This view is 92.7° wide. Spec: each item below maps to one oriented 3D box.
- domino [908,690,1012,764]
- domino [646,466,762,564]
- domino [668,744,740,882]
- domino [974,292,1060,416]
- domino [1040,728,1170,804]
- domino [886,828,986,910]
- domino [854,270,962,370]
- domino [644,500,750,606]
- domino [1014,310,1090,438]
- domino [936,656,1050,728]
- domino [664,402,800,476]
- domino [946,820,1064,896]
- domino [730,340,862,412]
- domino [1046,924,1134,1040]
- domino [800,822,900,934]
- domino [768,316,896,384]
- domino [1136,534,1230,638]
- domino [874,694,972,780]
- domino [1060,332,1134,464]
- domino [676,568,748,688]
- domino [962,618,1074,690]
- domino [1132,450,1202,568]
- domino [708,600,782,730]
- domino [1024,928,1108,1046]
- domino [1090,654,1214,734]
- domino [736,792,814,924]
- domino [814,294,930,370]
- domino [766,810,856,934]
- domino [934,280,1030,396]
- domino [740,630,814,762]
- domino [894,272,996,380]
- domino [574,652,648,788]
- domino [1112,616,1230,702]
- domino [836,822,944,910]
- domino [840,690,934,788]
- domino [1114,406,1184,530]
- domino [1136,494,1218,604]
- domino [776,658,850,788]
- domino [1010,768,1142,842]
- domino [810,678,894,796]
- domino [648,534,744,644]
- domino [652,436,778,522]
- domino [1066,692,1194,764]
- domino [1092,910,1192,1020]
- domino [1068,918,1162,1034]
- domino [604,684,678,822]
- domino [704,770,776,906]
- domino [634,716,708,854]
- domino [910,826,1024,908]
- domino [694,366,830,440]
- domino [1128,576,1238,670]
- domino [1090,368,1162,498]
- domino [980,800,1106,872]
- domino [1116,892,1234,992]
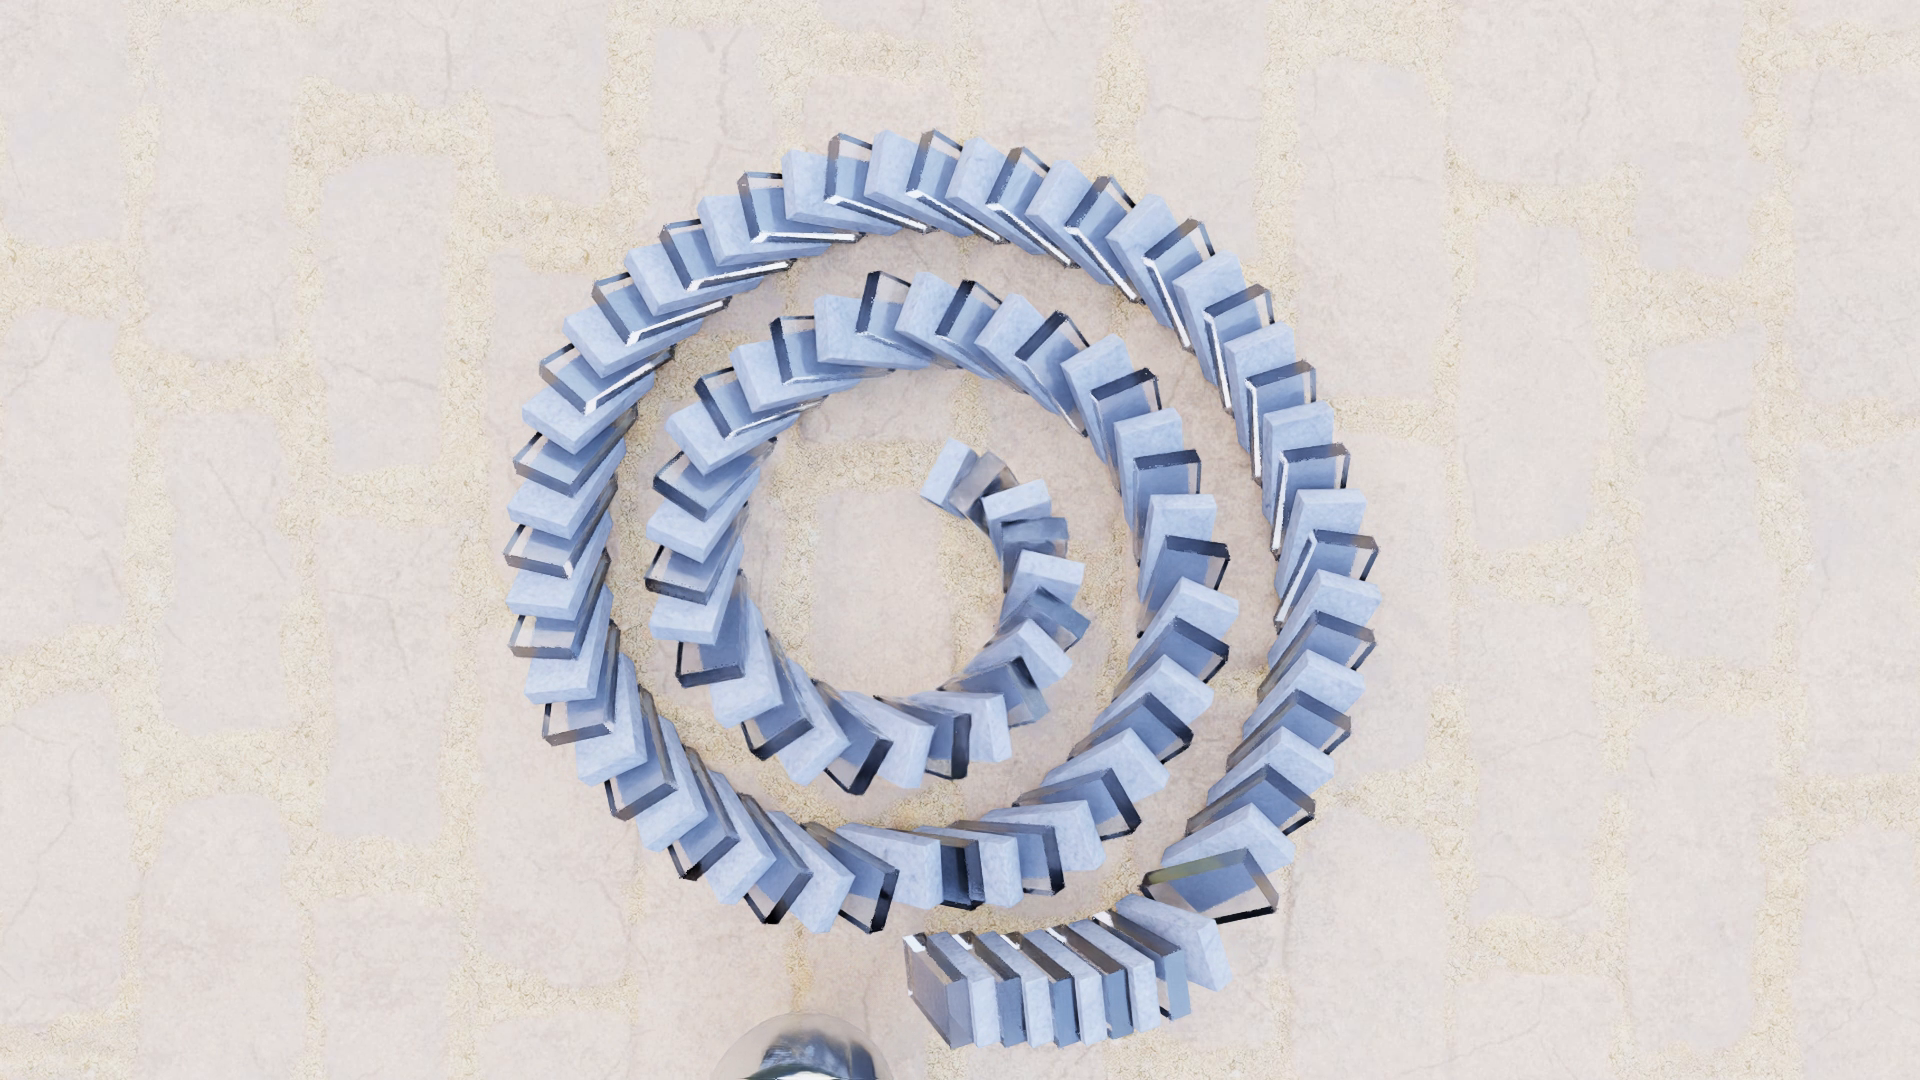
[{"bbox_3d":[-0.001,0.076,0.378,0.009,0.050,0.025,-8,90,-42],"label":"domino"},{"bbox_3d":[-0.106,-0.016,0.380,0.025,0.009,0.050,24,49,0],"label":"domino"},{"bbox_3d":[-0.113,0.113,0.381,0.025,0.009,0.050,-42,53,0],"label":"domino"},{"bbox_3d":[0.031,-0.077,0.381,0.050,0.010,0.025,35,90,-38],"label":"domino"},{"bbox_3d":[0.060,0.100,0.381,0.025,0.009,0.050,49,128,0],"label":"domino"},{"bbox_3d":[-0.014,0.136,0.381,0.050,0.010,0.025,-7,90,38],"label":"domino"},{"bbox_3d":[-0.018,-0.090,0.381,0.050,0.010,0.025,13,89,-39],"label":"domino"},{"bbox_3d":[-0.108,0.002,0.380,0.025,0.010,0.050,14,51,1],"label":"domino"},{"bbox_3d":[0.046,-0.068,0.381,0.025,0.009,0.050,-47,129,0],"label":"domino"},{"bbox_3d":[0.013,0.066,0.378,0.010,0.050,0.025,-28,90,-40],"label":"domino"},{"bbox_3d":[-0.094,-0.049,0.380,0.025,0.010,0.050,51,50,1],"label":"domino"},{"bbox_3d":[0.018,0.131,0.381,0.050,0.010,0.025,-10,90,38],"label":"domino"},{"bbox_3d":[-0.068,-0.071,0.381,0.050,0.010,0.025,-22,90,-39],"label":"domino"},{"bbox_3d":[0.052,0.179,0.375,0.009,0.050,0.025,-6,90,-23],"label":"domino"},{"bbox_3d":[-0.050,0.139,0.381,0.050,0.010,0.025,15,90,36],"label":"domino"},{"bbox_3d":[-0.052,-0.080,0.381,0.050,0.010,0.025,-13,90,-39],"label":"domino"},{"bbox_3d":[0.092,0.022,0.381,0.025,0.010,0.050,9,129,0],"label":"domino"},{"bbox_3d":[-0.017,0.081,0.379,0.010,0.050,0.025,3,90,-44],"label":"domino"},{"bbox_3d":[0.062,-0.058,0.381,0.025,0.009,0.050,-30,129,-1],"label":"domino"},{"bbox_3d":[-0.102,0.036,0.380,0.025,0.009,0.050,-10,49,0],"label":"domino"},{"bbox_3d":[0.023,0.052,0.377,0.025,0.050,0.009,46,53,0],"label":"domino"},{"bbox_3d":[0.085,-0.013,0.381,0.025,0.009,0.050,-8,128,0],"label":"domino"},{"bbox_3d":[-0.092,0.051,0.380,0.025,0.009,0.050,-25,50,0],"label":"domino"},{"bbox_3d":[0.042,0.182,0.375,0.010,0.050,0.025,-6,90,-22],"label":"domino"},{"bbox_3d":[0.079,0.072,0.381,0.025,0.010,0.050,36,128,0],"label":"domino"},{"bbox_3d":[-0.084,0.132,0.381,0.050,0.010,0.025,36,91,38],"label":"domino"},{"bbox_3d":[-0.036,-0.085,0.380,0.050,0.009,0.025,-4,90,-40],"label":"domino"},{"bbox_3d":[-0.068,0.137,0.381,0.050,0.009,0.025,26,90,38],"label":"domino"},{"bbox_3d":[0.015,-0.083,0.381,0.050,0.010,0.025,28,90,-38],"label":"domino"},{"bbox_3d":[-0.081,0.064,0.380,0.025,0.010,0.050,-34,49,0],"label":"domino"},{"bbox_3d":[-0.001,-0.088,0.381,0.050,0.010,0.025,21,89,-39],"label":"domino"},{"bbox_3d":[-0.147,0.074,0.381,0.025,0.009,0.050,-25,52,0],"label":"domino"},{"bbox_3d":[0.087,0.056,0.381,0.025,0.010,0.050,29,128,0],"label":"domino"},{"bbox_3d":[-0.030,0.135,0.381,0.050,0.009,0.025,-3,90,38],"label":"domino"},{"bbox_3d":[-0.034,0.082,0.379,0.050,0.009,0.025,13,90,44],"label":"domino"},{"bbox_3d":[0.080,-0.029,0.381,0.025,0.009,0.050,-15,128,0],"label":"domino"},{"bbox_3d":[0.089,0.004,0.381,0.025,0.010,0.050,-1,128,0],"label":"domino"},{"bbox_3d":[-0.068,0.075,0.380,0.025,0.010,0.050,-44,48,0],"label":"domino"},{"bbox_3d":[0.048,0.113,0.381,0.050,0.009,0.025,-30,90,39],"label":"domino"},{"bbox_3d":[-0.051,0.081,0.380,0.050,0.009,0.025,30,90,43],"label":"domino"},{"bbox_3d":[-0.108,0.019,0.380,0.025,0.010,0.050,6,50,1],"label":"domino"},{"bbox_3d":[-0.101,-0.032,0.380,0.025,0.009,0.050,34,50,0],"label":"domino"},{"bbox_3d":[0.070,0.086,0.381,0.025,0.009,0.050,42,128,0],"label":"domino"},{"bbox_3d":[0.073,0.173,0.375,0.010,0.050,0.025,-8,90,-25],"label":"domino"},{"bbox_3d":[0.062,0.177,0.375,0.009,0.050,0.025,-7,90,-23],"label":"domino"},{"bbox_3d":[-0.136,0.088,0.381,0.025,0.009,0.050,-32,53,0],"label":"domino"},{"bbox_3d":[-0.099,0.123,0.381,0.025,0.010,0.050,-48,52,1],"label":"domino"},{"bbox_3d":[-0.125,0.101,0.381,0.025,0.009,0.050,-37,53,0],"label":"domino"},{"bbox_3d":[0.002,0.135,0.381,0.050,0.010,0.025,-7,90,38],"label":"domino"},{"bbox_3d":[-0.082,-0.062,0.380,0.050,0.009,0.025,-30,89,-39],"label":"domino"},{"bbox_3d":[0.092,0.040,0.381,0.025,0.010,0.050,23,128,-1],"label":"domino"},{"bbox_3d":[0.072,-0.044,0.381,0.025,0.010,0.050,-22,129,-1],"label":"domino"},{"bbox_3d":[0.034,0.124,0.381,0.050,0.010,0.025,-19,91,38],"label":"domino"},{"bbox_3d":[0.087,0.164,0.376,0.010,0.050,0.025,-19,92,-31],"label":"domino"}]
